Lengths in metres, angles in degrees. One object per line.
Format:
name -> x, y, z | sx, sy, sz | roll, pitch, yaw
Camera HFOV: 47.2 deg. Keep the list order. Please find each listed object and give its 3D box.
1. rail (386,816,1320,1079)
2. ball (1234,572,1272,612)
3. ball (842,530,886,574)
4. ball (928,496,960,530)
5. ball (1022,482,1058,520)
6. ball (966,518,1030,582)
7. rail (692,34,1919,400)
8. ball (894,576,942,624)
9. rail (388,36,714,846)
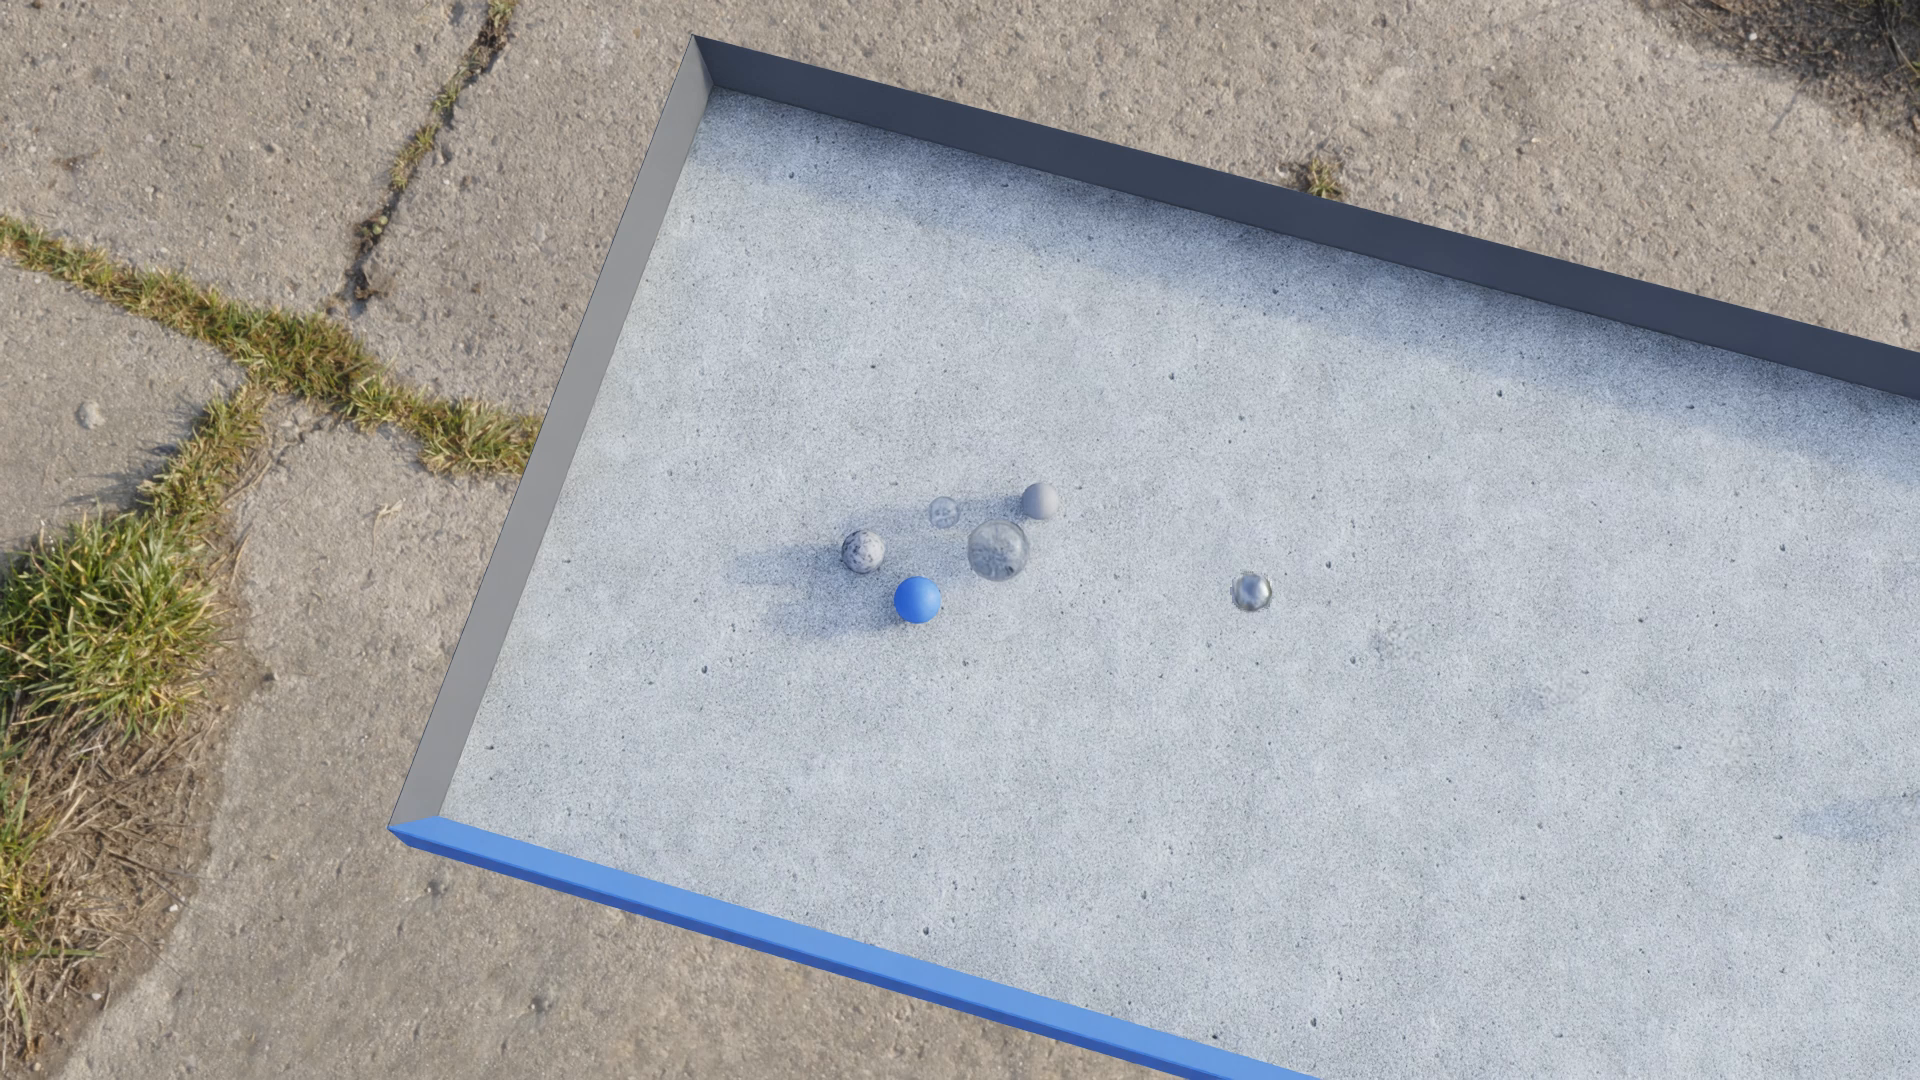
rail -> 0.446, 0.770, 3.123 | 2.646, 0.129, 0.045 | 16, 72, 5
ball -> 0.452, 0.080, 3.399 | 0.060, 0.060, 0.060 | 0, 71, 0
ball -> -0.150, 0.019, 3.416 | 0.069, 0.069, 0.069 | 0, 71, 0
ball -> -0.025, -0.043, 3.446 | 0.052, 0.052, 0.052 | 0, 71, 0
ball -> 0.125, -0.061, 3.448 | 0.059, 0.059, 0.059 | 0, 71, 0
ball -> 0.059, 0.016, 3.400 | 0.099, 0.099, 0.099 | 0, 71, 0
rail -> 0.822, -0.436, 3.540 | 2.646, 0.129, 0.045 | 16, 72, 5
ball -> -0.065, 0.092, 3.388 | 0.073, 0.073, 0.073 | 0, 71, 0
rail -> -0.612, -0.180, 3.451 | 0.045, 0.129, 1.377 | 16, 72, 5
